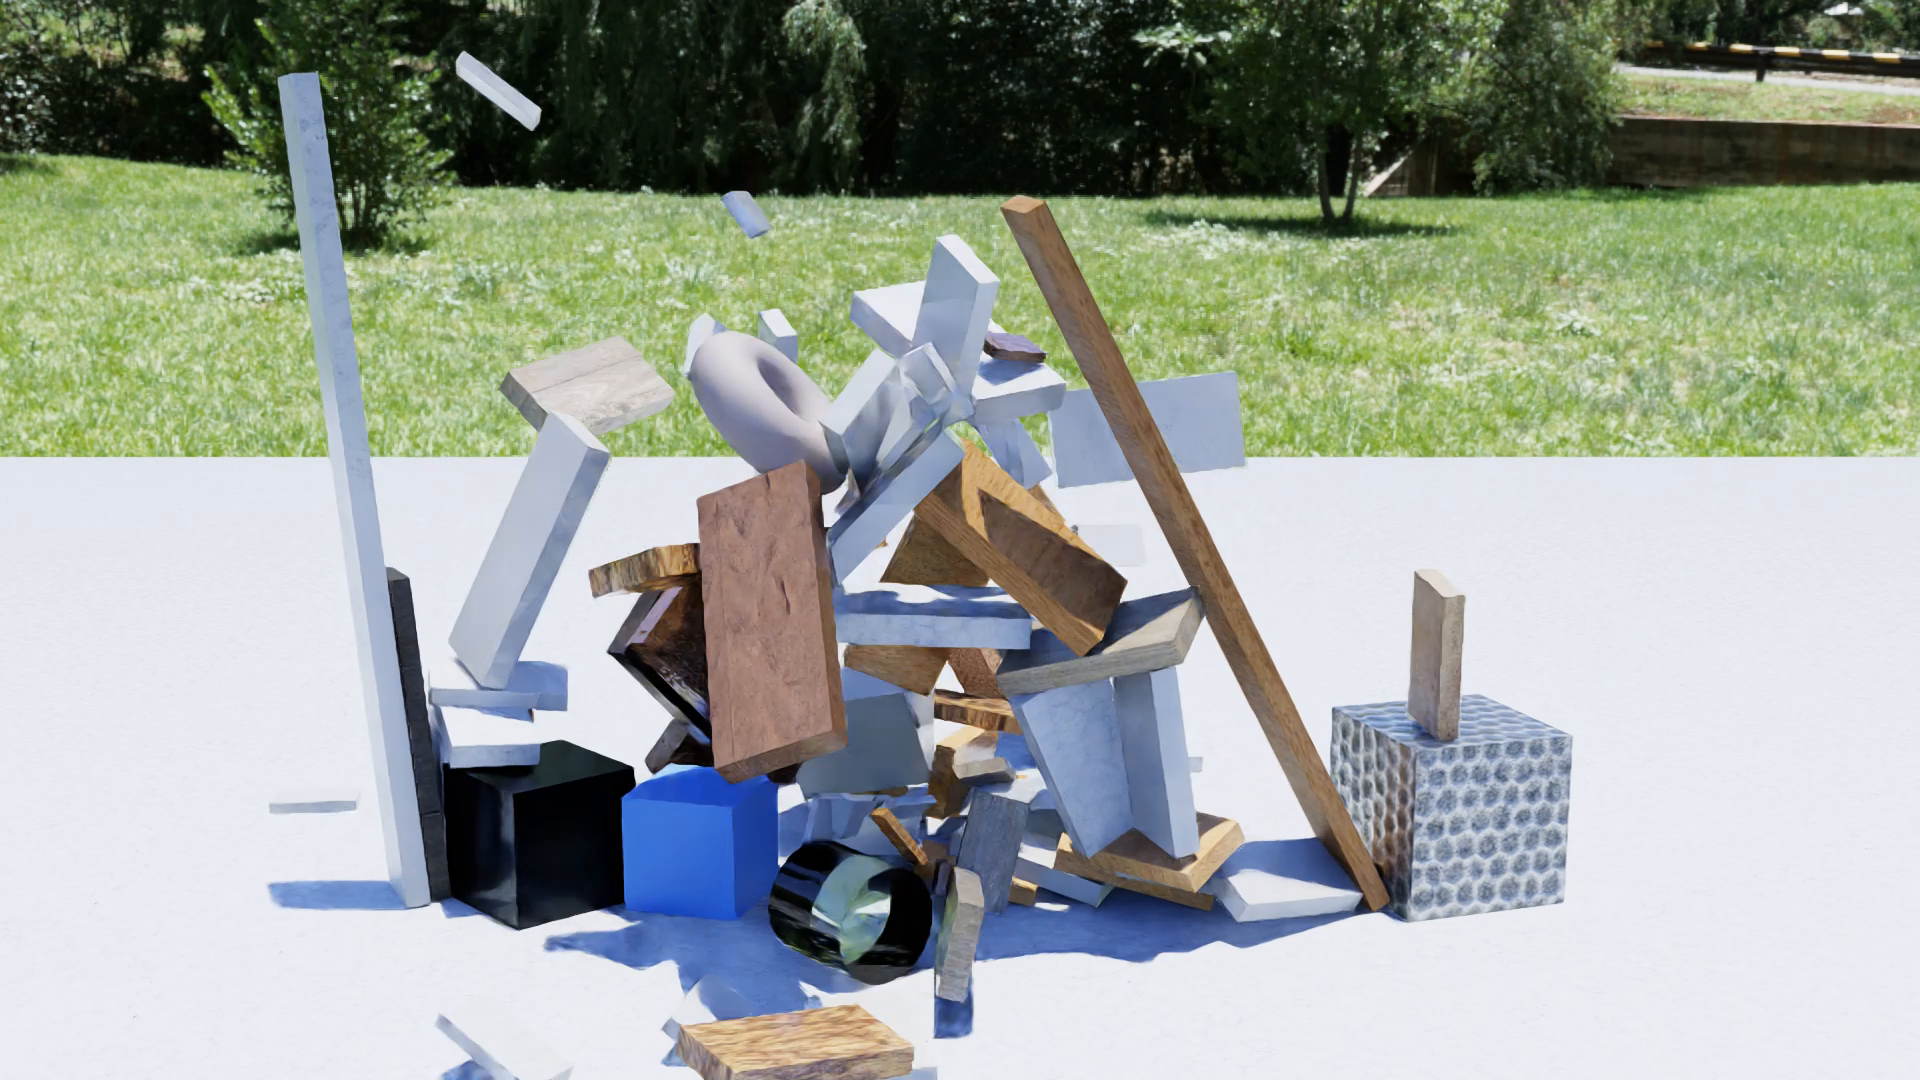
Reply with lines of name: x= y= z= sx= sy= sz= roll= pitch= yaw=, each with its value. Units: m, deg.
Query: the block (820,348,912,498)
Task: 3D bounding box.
block: x=-0.137 y=-0.172 z=3.293 sx=0.039 sy=0.138 sz=0.276 roll=34 pitch=-12 yaw=13

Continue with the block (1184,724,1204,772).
block: x=0.342 y=0.420 z=4.406 sx=0.266 sy=0.038 sz=0.133 roll=-1 pitch=24 yaw=-6

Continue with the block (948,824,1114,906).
block: x=0.128 y=0.534 z=3.689 sx=0.266 sy=0.038 sz=0.133 roll=18 pitch=14 yaw=16

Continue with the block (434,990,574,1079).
block: x=-0.609 y=0.676 z=2.940 sx=0.173 sy=0.024 sz=0.086 roll=33 pitch=24 yaw=22

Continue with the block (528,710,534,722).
block: x=-0.795 y=0.422 z=3.785 sx=0.140 sy=0.280 sz=0.040 roll=-1 pitch=12 yaw=11

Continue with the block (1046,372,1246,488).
block: x=0.302 y=-0.180 z=3.590 sx=0.310 sy=0.155 sz=0.044 roll=-7 pitch=5 yaw=-5

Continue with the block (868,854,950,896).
block: x=-0.091 y=0.562 z=3.741 sx=0.203 sy=0.029 sz=0.102 roll=5 pitch=12 yaw=27

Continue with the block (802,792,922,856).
block: x=-0.154 y=0.455 z=3.519 sx=0.184 sy=0.092 sz=0.026 roll=6 pitch=14 yaw=-25

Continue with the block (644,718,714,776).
block: x=-0.380 y=0.367 z=4.295 sx=0.478 sy=0.169 sz=0.048 roll=-5 pitch=51 yaw=-46

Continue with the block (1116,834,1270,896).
block: x=0.391 y=0.522 z=3.612 sx=0.265 sy=0.037 sz=0.132 roll=11 pitch=29 yaw=-1

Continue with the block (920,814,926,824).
block: x=-0.160 y=0.506 z=3.787 sx=0.102 sy=0.029 sz=0.203 roll=-9 pitch=-15 yaw=-39

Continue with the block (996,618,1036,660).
block: x=0.142 y=0.237 z=4.517 sx=0.169 sy=0.048 sz=0.338 roll=22 pitch=17 yaw=-22

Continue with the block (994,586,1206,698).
block: x=0.217 y=0.158 z=3.398 sx=0.306 sy=0.043 sz=0.153 roll=-13 pitch=25 yaw=28

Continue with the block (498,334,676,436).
block: x=-0.662 y=-0.266 z=3.931 sx=0.156 sy=0.044 sz=0.312 roll=46 pitch=34 yaw=10

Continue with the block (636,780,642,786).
block: x=-0.594 y=0.479 z=4.131 sx=0.064 sy=0.018 sz=0.185 roll=-11 pitch=8 yaw=-33

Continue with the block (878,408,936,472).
block: x=-0.072 y=-0.154 z=3.280 sx=0.122 sy=0.017 sz=0.061 roll=-47 pitch=0 yaw=43

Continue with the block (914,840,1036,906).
block: x=0.028 y=0.553 z=3.659 sx=0.203 sy=0.029 sz=0.102 roll=15 pitch=12 yaw=3

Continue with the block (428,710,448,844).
block: x=-0.876 y=0.439 z=3.713 sx=0.040 sy=0.280 sz=0.140 roll=-8 pitch=13 yaw=-31

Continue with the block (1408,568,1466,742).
block: x=0.769 y=0.185 z=3.552 sx=0.035 sy=0.249 sz=0.125 roll=-5 pitch=20 yaw=-10

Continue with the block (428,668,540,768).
block: x=-0.792 y=0.291 z=3.646 sx=0.140 sy=0.040 sz=0.280 roll=0 pitch=23 yaw=-22

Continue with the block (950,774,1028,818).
block: x=0.050 y=0.483 z=4.166 sx=0.103 sy=0.029 sz=0.206 roll=4 pitch=11 yaw=18

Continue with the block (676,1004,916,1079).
block: x=-0.209 y=0.653 z=2.814 sx=0.274 sy=0.039 sz=0.137 roll=2 pitch=13 yaw=-38

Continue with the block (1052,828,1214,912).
block: x=0.293 y=0.542 z=3.656 sx=0.266 sy=0.038 sz=0.133 roll=14 pitch=13 yaw=5

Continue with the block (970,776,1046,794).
block: x=0.152 y=0.458 z=3.982 sx=0.269 sy=0.038 sz=0.133 roll=-9 pitch=-17 yaw=-4

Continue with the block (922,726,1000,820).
block: x=0.005 y=0.415 z=4.026 sx=0.038 sy=0.133 sz=0.266 roll=14 pitch=10 yaw=17

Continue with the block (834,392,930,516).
block: x=-0.111 y=-0.156 z=3.713 sx=0.039 sy=0.276 sz=0.138 roll=36 pitch=7 yaw=-1

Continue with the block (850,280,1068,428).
block: x=-0.007 y=-0.309 z=3.574 sx=0.178 sy=0.050 sz=0.356 roll=-14 pitch=41 yaw=-35

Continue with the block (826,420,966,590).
block: x=-0.131 y=-0.035 z=3.319 sx=0.049 sy=0.345 sz=0.172 roll=44 pitch=6 yaw=-9

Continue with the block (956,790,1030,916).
block: x=0.046 y=0.504 z=3.550 sx=0.092 sy=0.184 sz=0.026 roll=15 pitch=-7 yaw=-4

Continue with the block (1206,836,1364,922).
block: x=0.512 y=0.544 z=3.535 sx=0.265 sy=0.037 sz=0.132 roll=2 pitch=36 yaw=-38

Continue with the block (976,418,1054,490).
block: x=0.111 y=-0.187 z=4.542 sx=0.086 sy=0.172 sz=0.024 roll=-32 pitch=13 yaw=3

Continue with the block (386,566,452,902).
block: x=-0.902 y=0.320 z=3.623 sx=0.032 sy=0.545 sz=0.112 roll=-11 pitch=13 yaw=-27

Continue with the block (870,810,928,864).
block: x=-0.092 y=0.448 z=3.316 sx=0.014 sy=0.099 sz=0.050 roll=-44 pitch=14 yaw=-23

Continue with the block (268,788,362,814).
block: x=-1.213 y=0.491 z=4.139 sx=0.157 sy=0.022 sz=0.078 roll=-1 pitch=11 yaw=-7

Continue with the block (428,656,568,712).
block: x=-0.771 y=0.240 z=3.680 sx=0.225 sy=0.032 sz=0.113 roll=4 pitch=24 yaw=-12

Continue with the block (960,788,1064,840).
block: x=0.140 y=0.478 z=3.797 sx=0.265 sy=0.038 sz=0.133 roll=-11 pitch=-36 yaw=45

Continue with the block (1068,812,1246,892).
block: x=0.312 y=0.481 z=3.513 sx=0.132 sy=0.037 sz=0.265 roll=-40 pitch=29 yaw=-31
